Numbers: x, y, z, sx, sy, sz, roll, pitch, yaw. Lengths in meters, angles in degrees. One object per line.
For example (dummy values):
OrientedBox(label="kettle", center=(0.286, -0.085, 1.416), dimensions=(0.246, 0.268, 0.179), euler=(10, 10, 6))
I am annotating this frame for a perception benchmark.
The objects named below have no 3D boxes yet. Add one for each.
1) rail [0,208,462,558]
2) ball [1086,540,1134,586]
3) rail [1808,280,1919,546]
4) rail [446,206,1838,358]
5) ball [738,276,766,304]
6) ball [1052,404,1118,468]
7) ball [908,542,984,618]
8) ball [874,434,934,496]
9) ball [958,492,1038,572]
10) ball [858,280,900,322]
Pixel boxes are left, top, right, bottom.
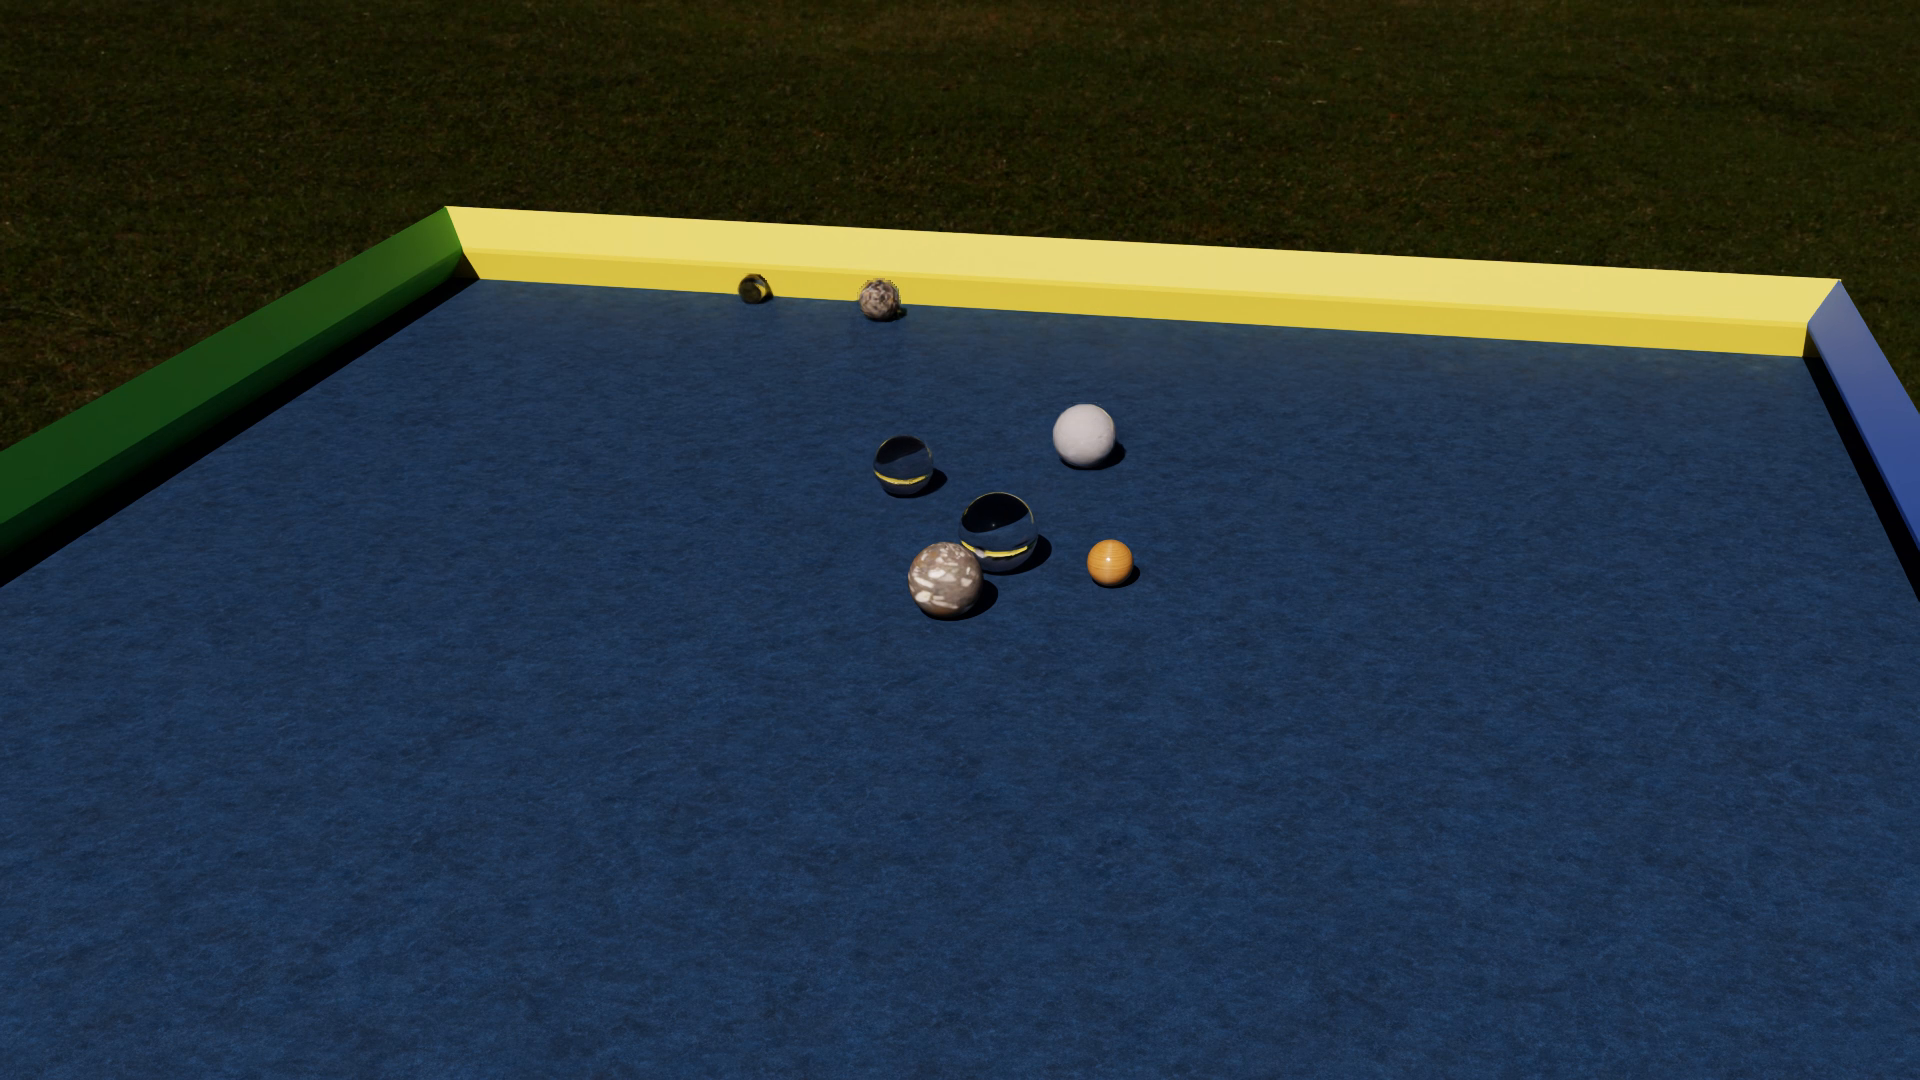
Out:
OrientedBox(label="rail", center=(-1.305, 0.291, 1.796), dimensions=(0.045, 0.122, 4.353), euler=(5, 23, 11))
OrientedBox(label="ball", center=(0.174, 0.026, 2.540), dimensions=(0.055, 0.055, 0.055), euler=(0, 22, 0))
OrientedBox(label="rail", center=(0.854, 0.463, 1.372), dimensions=(0.045, 0.122, 4.353), euler=(5, 23, 11))
OrientedBox(label="rail", center=(0.221, -0.415, 3.535), dimensions=(2.255, 0.122, 0.045), euler=(5, 23, 11))
OrientedBox(label="ball", center=(-0.344, -0.415, 3.636), dimensions=(0.047, 0.047, 0.047), euler=(0, 22, 0))
OrientedBox(label="ball", center=(0.165, -0.137, 2.903), dimensions=(0.085, 0.085, 0.085), euler=(0, 22, 0))
OrientedBox(label="ball", center=(-0.016, 0.045, 2.455), dimensions=(0.085, 0.085, 0.085), euler=(0, 22, 0))
OrientedBox(label="ball", center=(-0.072, -0.095, 2.809), dimensions=(0.078, 0.078, 0.078), euler=(0, 22, 0))
OrientedBox(label="ball", center=(0.045, -0.009, 2.575), dimensions=(0.094, 0.094, 0.094), euler=(0, 22, 0))
OrientedBox(label="ball", center=(-0.130, -0.385, 3.539), dimensions=(0.065, 0.065, 0.065), euler=(0, 22, 0))
